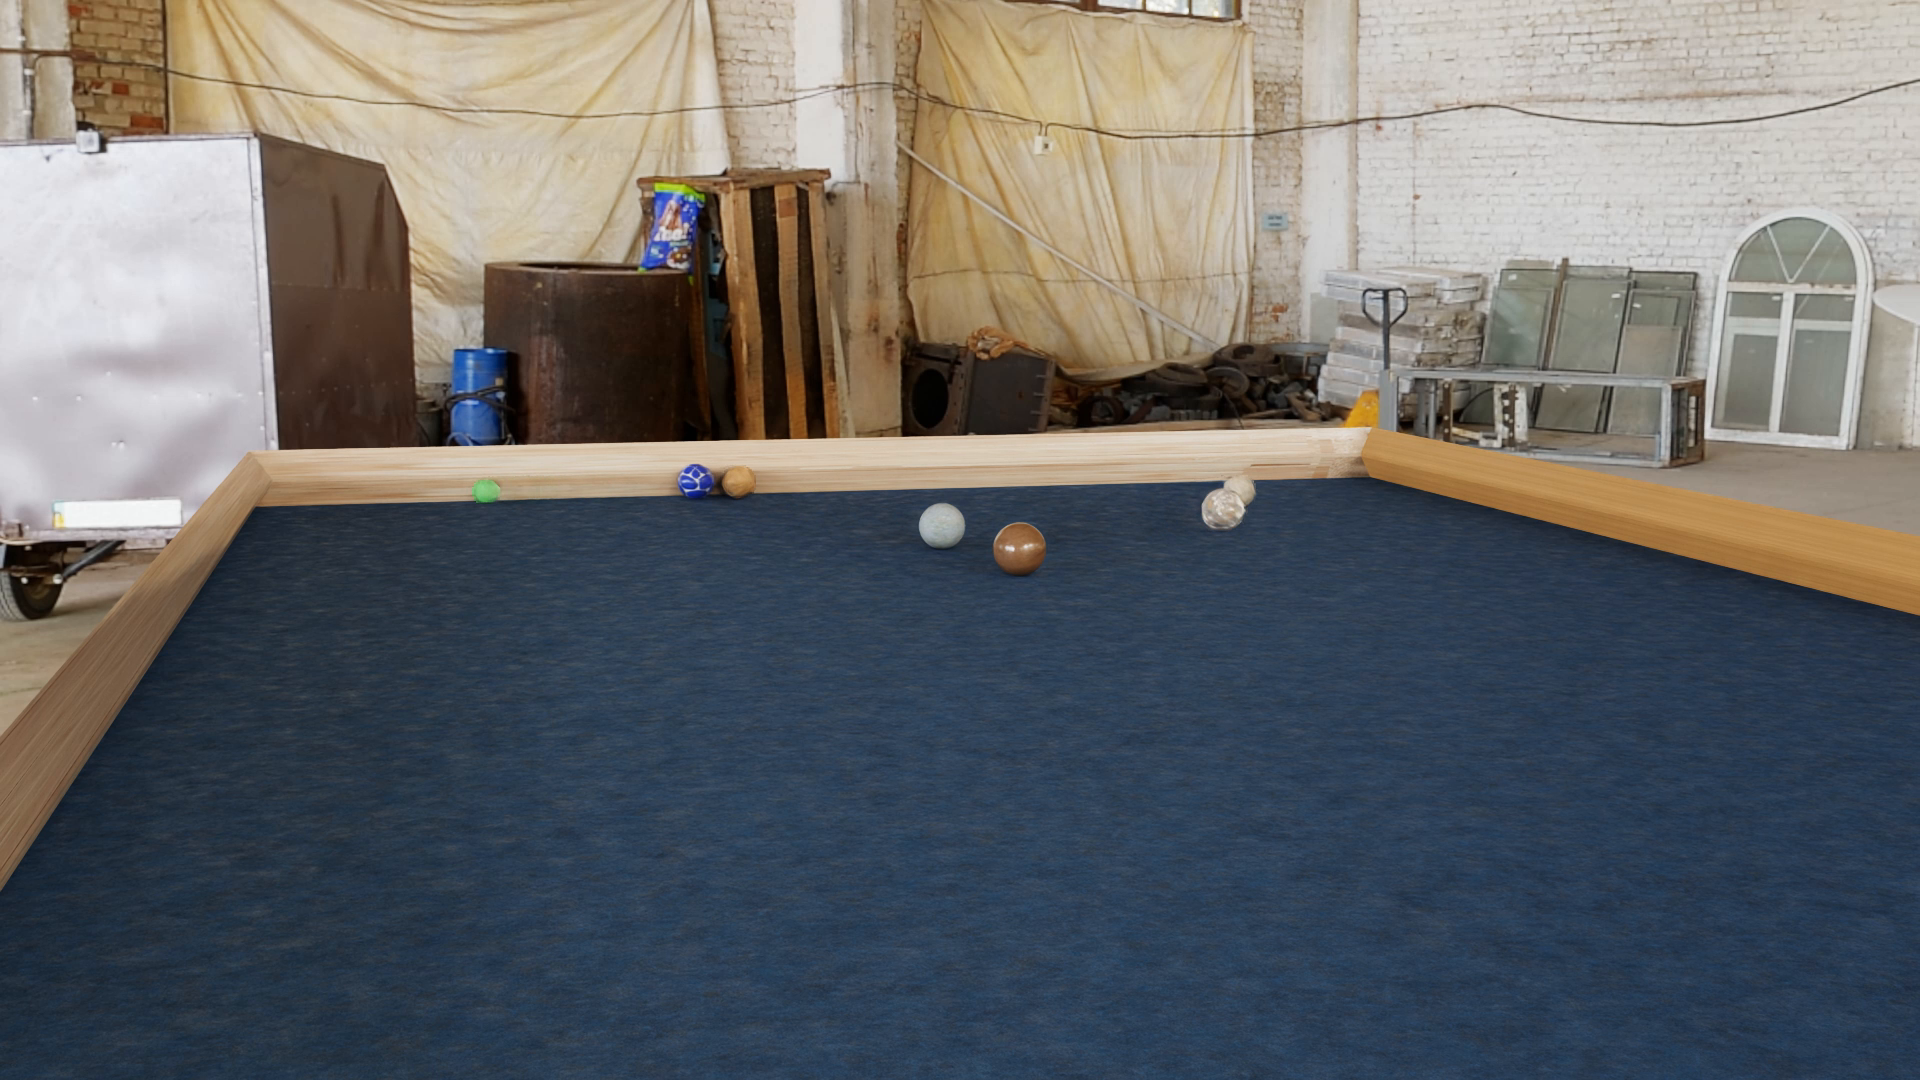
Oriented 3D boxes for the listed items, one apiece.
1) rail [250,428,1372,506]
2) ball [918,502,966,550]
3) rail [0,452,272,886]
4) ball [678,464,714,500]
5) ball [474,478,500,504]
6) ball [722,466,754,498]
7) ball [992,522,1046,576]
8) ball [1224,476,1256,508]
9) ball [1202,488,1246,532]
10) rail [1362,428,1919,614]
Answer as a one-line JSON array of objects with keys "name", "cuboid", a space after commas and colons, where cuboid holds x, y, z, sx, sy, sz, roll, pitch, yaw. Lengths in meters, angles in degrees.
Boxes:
[{"name": "rail", "cuboid": [-0.239, -0.156, 4.604, 2.389, 0.110, 0.045, -2, 8, -13]}, {"name": "ball", "cuboid": [-0.031, -0.024, 3.755, 0.079, 0.079, 0.079, 0, 8, 0]}, {"name": "rail", "cuboid": [-0.895, 0.156, 2.318, 0.045, 0.110, 4.233, -2, 8, -13]}, {"name": "ball", "cuboid": [-0.537, -0.119, 4.480, 0.073, 0.073, 0.073, 0, 8, 0]}, {"name": "ball", "cuboid": [-0.948, -0.098, 4.409, 0.049, 0.049, 0.049, 0, 8, 0]}, {"name": "ball", "cuboid": [-0.453, -0.118, 4.497, 0.065, 0.065, 0.065, 0, 8, 0]}, {"name": "ball", "cuboid": [0.094, 0.015, 3.457, 0.084, 0.084, 0.084, 0, 8, 0]}, {"name": "ball", "cuboid": [0.549, -0.094, 4.329, 0.064, 0.064, 0.064, 0, 8, 0]}, {"name": "ball", "cuboid": [0.477, -0.055, 3.984, 0.079, 0.079, 0.079, 0, 8, 0]}, {"name": "rail", "cuboid": [1.384, 0.083, 2.855, 0.045, 0.110, 4.233, -2, 8, -13]}]
